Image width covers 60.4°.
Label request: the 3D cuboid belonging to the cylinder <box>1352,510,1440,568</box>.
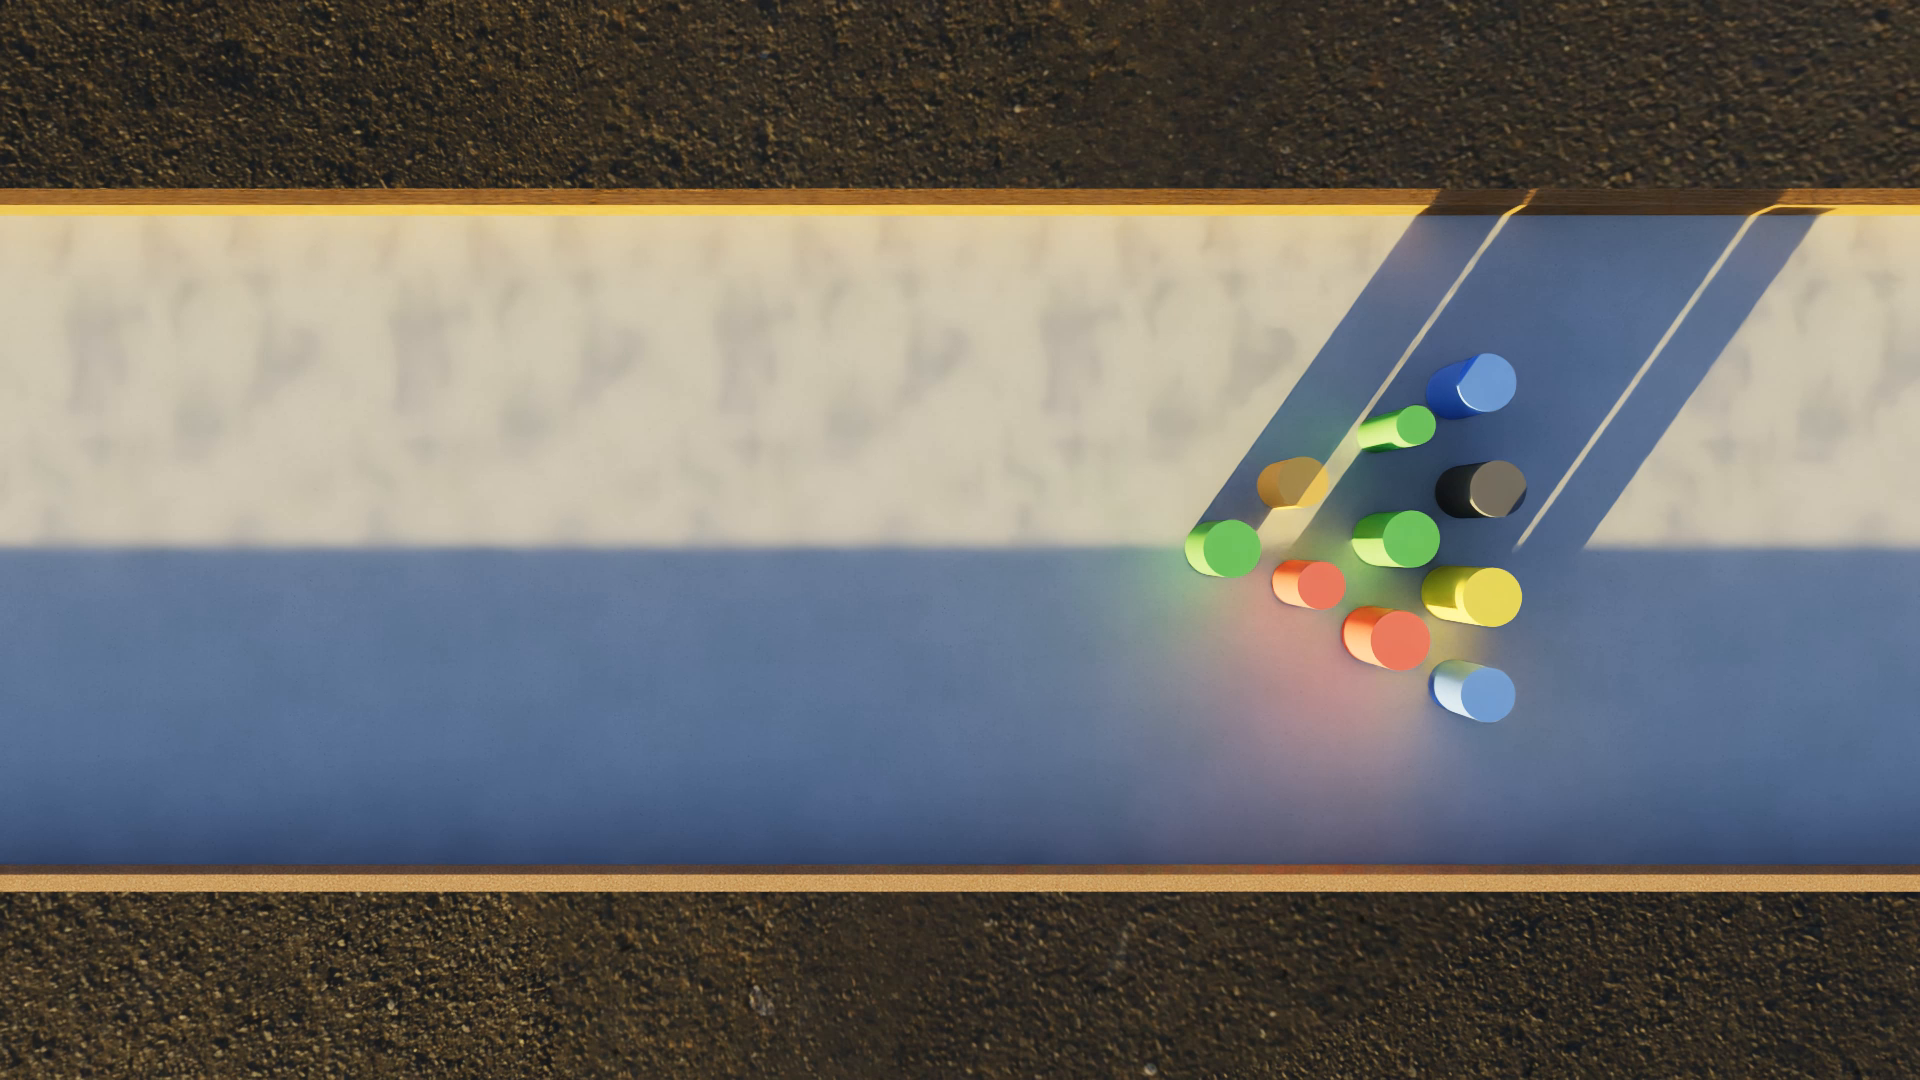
[{"bbox_3d":[1.289,-0.003,4.892,0.163,0.369,0.163,0,90,0],"label":"cylinder"}]

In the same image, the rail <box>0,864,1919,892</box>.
[{"bbox_3d":[-2.247,1.025,5.001,12.000,0.150,0.050,0,90,0],"label":"rail"}]

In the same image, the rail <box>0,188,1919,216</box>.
[{"bbox_3d":[-2.247,-1.025,5.002,12.000,0.150,0.050,0,90,0],"label":"rail"}]

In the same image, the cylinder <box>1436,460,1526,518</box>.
[{"bbox_3d":[1.543,-0.147,4.901,0.163,0.350,0.163,0,90,0],"label":"cylinder"}]

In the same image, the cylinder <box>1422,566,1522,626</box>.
[{"bbox_3d":[1.503,0.162,4.866,0.167,0.421,0.167,0,90,0],"label":"cylinder"}]

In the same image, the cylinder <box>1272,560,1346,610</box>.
[{"bbox_3d":[1.027,0.130,4.881,0.137,0.391,0.137,0,90,0],"label":"cylinder"}]

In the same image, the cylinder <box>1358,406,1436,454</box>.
[{"bbox_3d":[1.278,-0.322,4.849,0.111,0.455,0.111,0,90,0],"label":"cylinder"}]

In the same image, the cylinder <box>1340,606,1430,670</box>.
[{"bbox_3d":[1.258,0.288,4.893,0.172,0.366,0.172,0,90,0],"label":"cylinder"}]

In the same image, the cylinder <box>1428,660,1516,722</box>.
[{"bbox_3d":[1.520,0.446,4.911,0.158,0.330,0.158,0,90,0],"label":"cylinder"}]

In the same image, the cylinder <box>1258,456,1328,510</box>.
[{"bbox_3d":[0.988,-0.167,4.910,0.147,0.333,0.147,0,90,0],"label":"cylinder"}]

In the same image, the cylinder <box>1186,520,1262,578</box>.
[{"bbox_3d":[0.775,0.025,4.886,0.165,0.380,0.165,0,90,0],"label":"cylinder"}]

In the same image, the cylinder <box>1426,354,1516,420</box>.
[{"bbox_3d":[1.518,-0.453,4.911,0.167,0.331,0.167,0,90,0],"label":"cylinder"}]
